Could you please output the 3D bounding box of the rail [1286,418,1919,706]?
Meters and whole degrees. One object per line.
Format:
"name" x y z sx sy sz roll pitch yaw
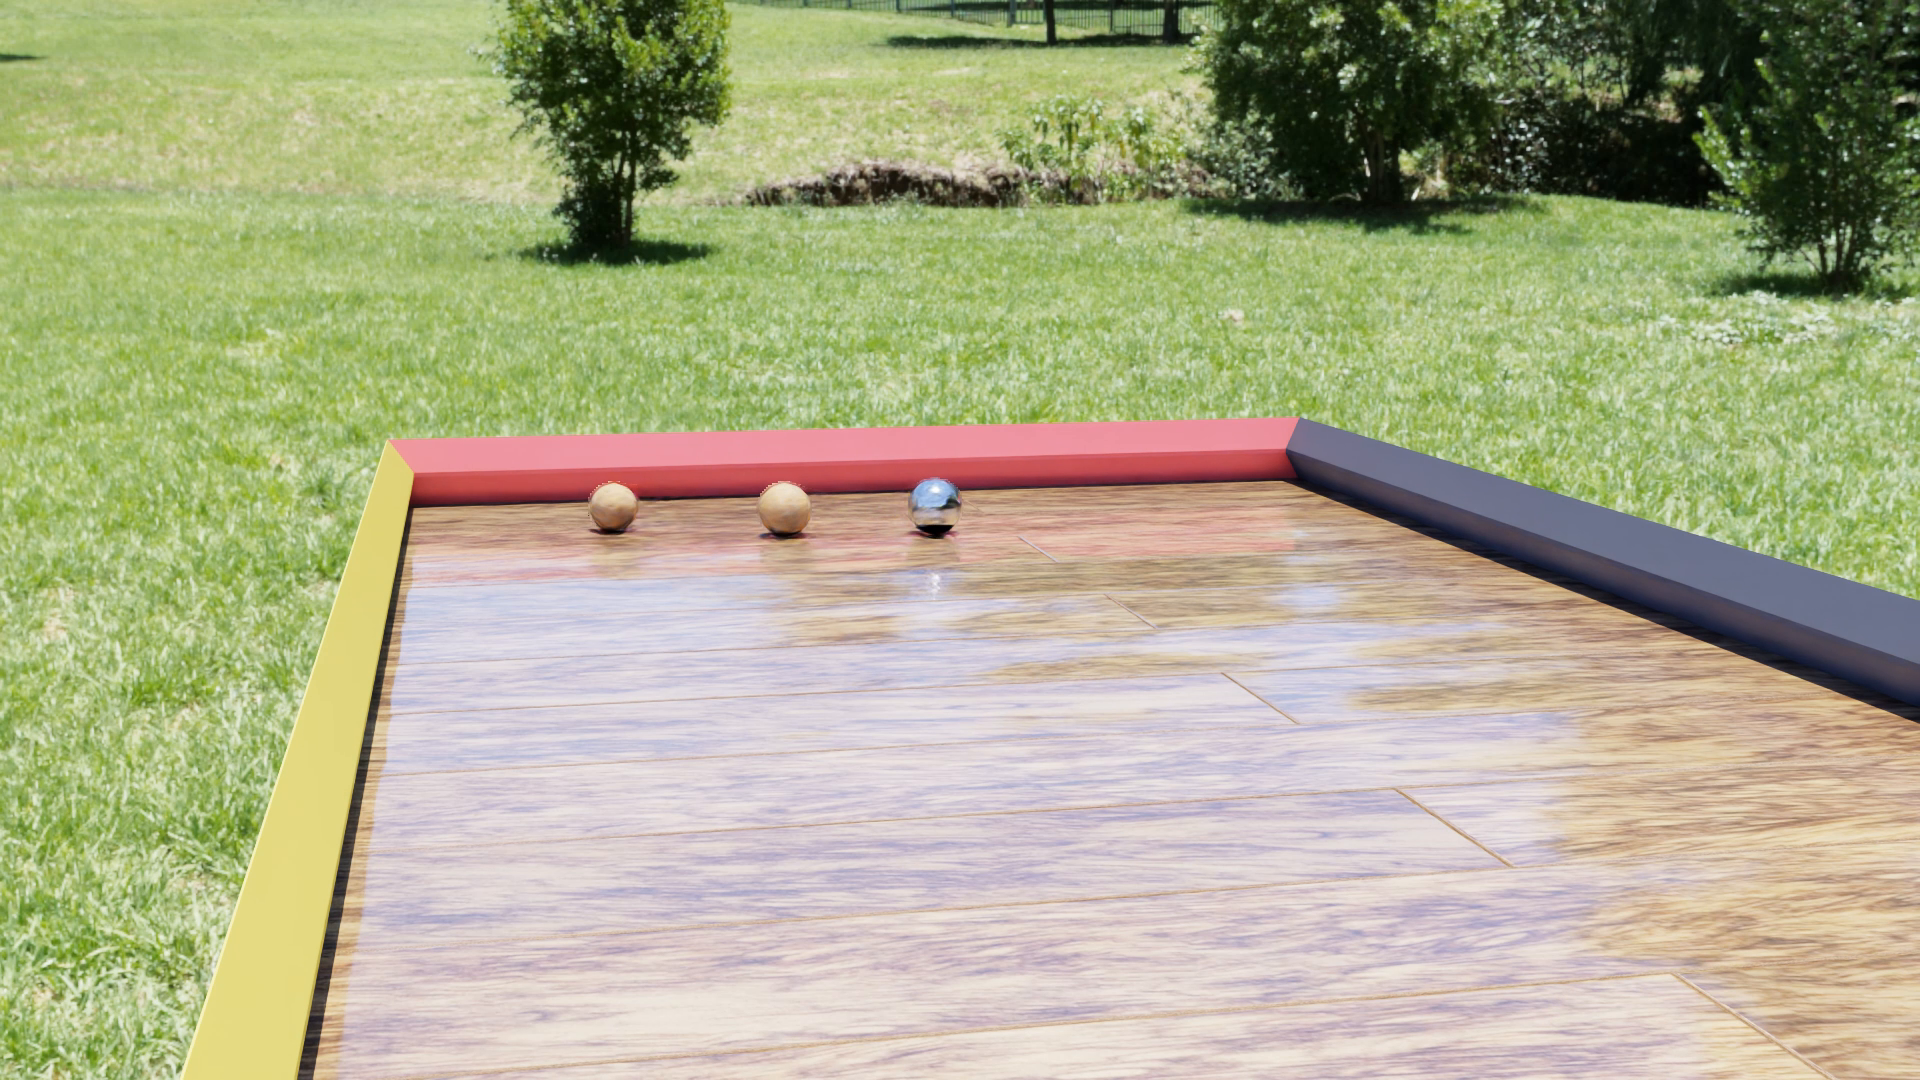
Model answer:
"rail" 0.979 0.090 2.609 0.045 0.115 3.306 -2 10 -12

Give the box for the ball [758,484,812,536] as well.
"ball" -0.281 -0.048 3.530 0.085 0.085 0.085 0 9 0

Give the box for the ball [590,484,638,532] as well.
"ball" -0.564 -0.053 3.581 0.078 0.078 0.078 0 9 0

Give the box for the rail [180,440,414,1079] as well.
"rail" -0.627 0.147 2.263 0.045 0.115 3.306 -2 10 -12

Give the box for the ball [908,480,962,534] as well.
"ball" -0.041 -0.053 3.548 0.088 0.088 0.088 0 9 0

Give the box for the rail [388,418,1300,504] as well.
"rail" -0.171 -0.144 4.006 1.691 0.115 0.045 -2 10 -12
